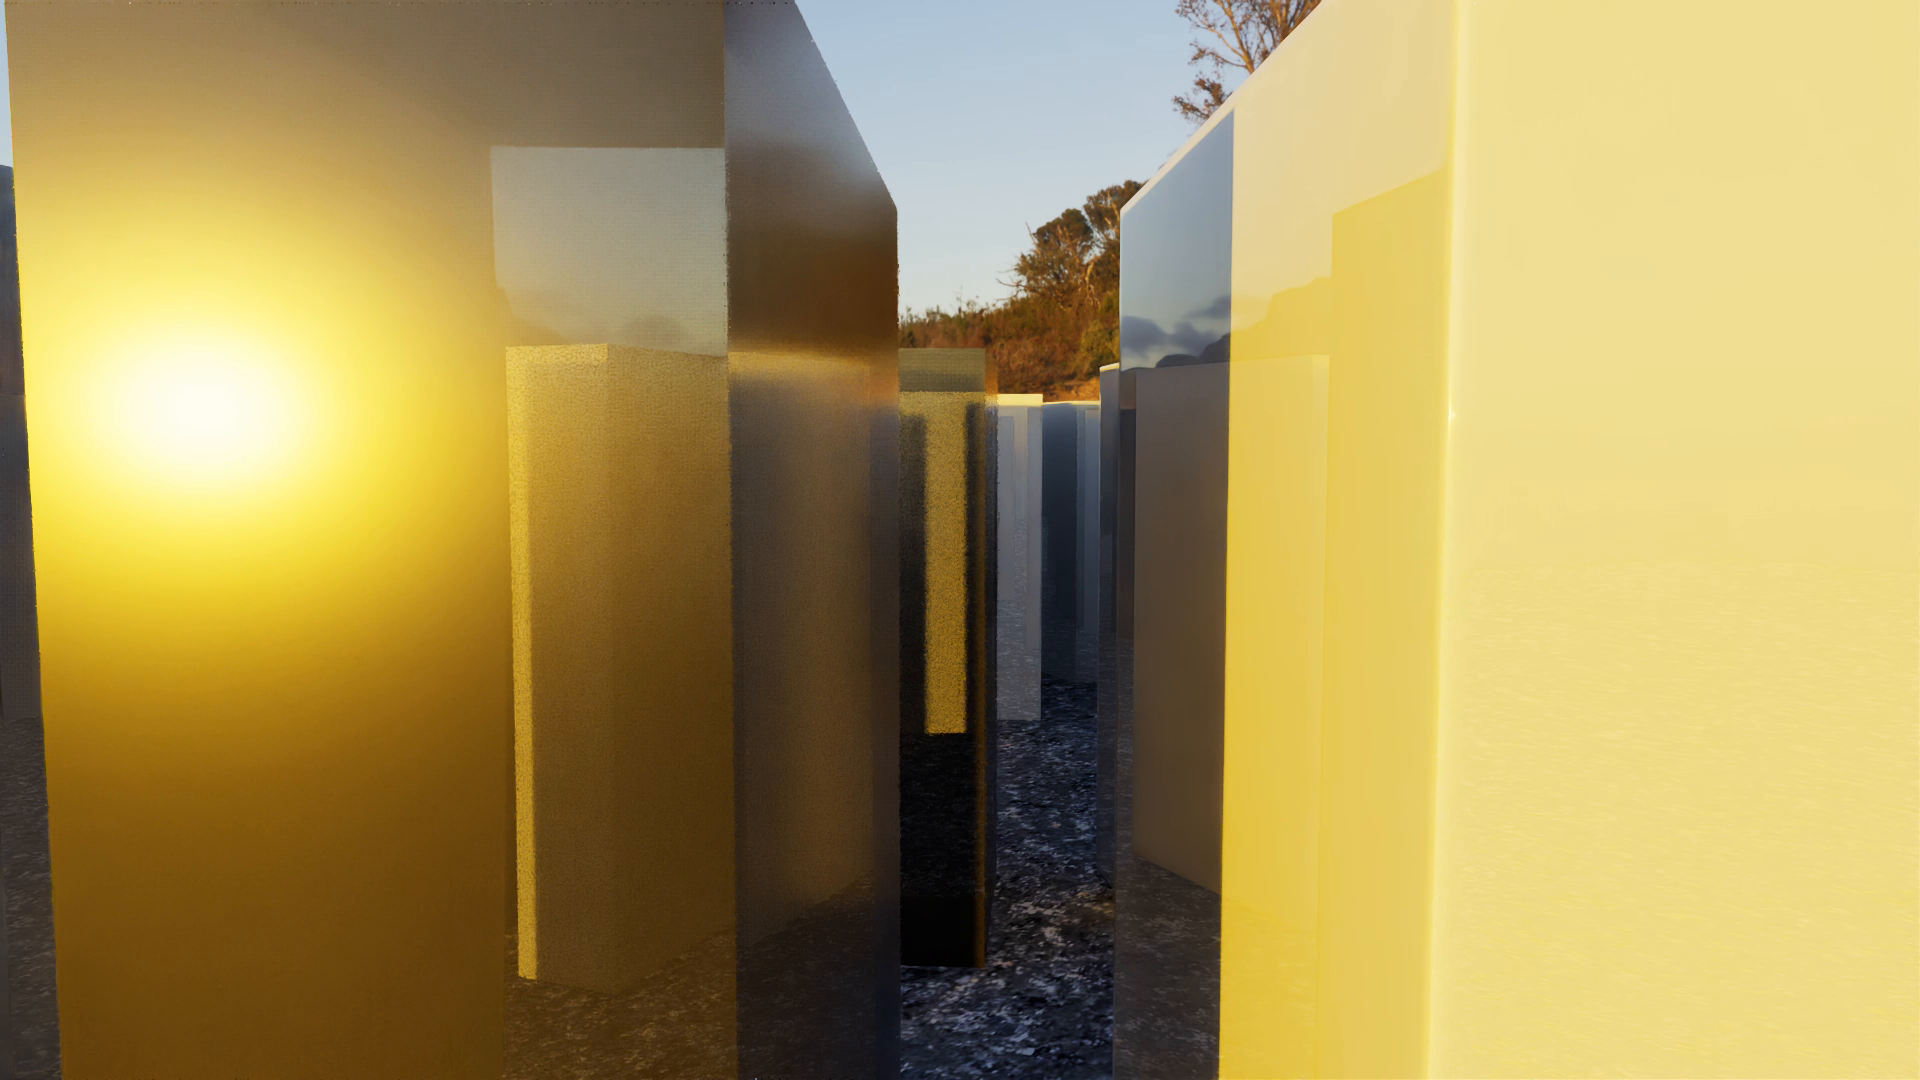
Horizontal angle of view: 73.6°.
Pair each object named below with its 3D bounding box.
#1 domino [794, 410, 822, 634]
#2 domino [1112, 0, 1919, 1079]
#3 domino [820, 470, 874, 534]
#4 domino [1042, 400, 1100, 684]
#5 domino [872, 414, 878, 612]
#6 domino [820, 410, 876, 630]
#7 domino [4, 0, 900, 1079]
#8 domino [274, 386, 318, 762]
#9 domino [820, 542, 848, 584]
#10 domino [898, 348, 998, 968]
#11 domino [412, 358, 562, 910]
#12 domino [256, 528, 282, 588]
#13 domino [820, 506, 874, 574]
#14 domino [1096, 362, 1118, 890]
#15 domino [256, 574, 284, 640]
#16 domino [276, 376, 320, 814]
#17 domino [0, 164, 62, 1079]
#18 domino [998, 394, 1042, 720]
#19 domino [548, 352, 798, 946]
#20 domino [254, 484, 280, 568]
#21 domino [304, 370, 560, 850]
[{"bbox_3d":[-0.043,-0.005,0.297,0.010,0.050,0.025,-3,5,-37],"label":"domino"},{"bbox_3d":[0.011,0.015,0.031,0.009,0.050,0.025,0,4,-3],"label":"domino"},{"bbox_3d":[-0.023,-0.005,0.407,0.050,0.010,0.025,31,1,-6],"label":"domino"},{"bbox_3d":[0.020,0.000,0.239,0.009,0.050,0.025,-2,5,-24],"label":"domino"},{"bbox_3d":[-0.012,-0.006,0.316,0.009,0.050,0.025,-2,5,-24],"label":"domino"},{"bbox_3d":[-0.030,-0.005,0.306,0.010,0.050,0.025,-3,5,-32],"label":"domino"},{"bbox_3d":[-0.007,0.015,0.031,0.010,0.050,0.025,0,4,2],"label":"domino"},{"bbox_3d":[-0.080,0.004,0.178,0.025,0.050,0.010,-2,5,-20],"label":"domino"},{"bbox_3d":[-0.061,-0.003,0.389,0.050,0.010,0.025,31,-9,-23],"label":"domino"},{"bbox_3d":[-0.002,0.009,0.115,0.009,0.050,0.025,0,4,4],"label":"domino"},{"bbox_3d":[-0.040,0.008,0.128,0.009,0.050,0.025,3,5,35],"label":"domino"},{"bbox_3d":[-0.161,0.004,0.282,0.025,0.010,0.050,-1,-28,28],"label":"domino"},{"bbox_3d":[-0.042,-0.004,0.399,0.050,0.009,0.025,30,-4,-16],"label":"domino"},{"bbox_3d":[0.020,0.009,0.116,0.010,0.050,0.025,-1,4,-7],"label":"domino"},{"bbox_3d":[-0.164,0.006,0.263,0.025,0.010,0.050,2,-25,20],"label":"domino"},{"bbox_3d":[-0.068,0.006,0.157,0.025,0.050,0.010,-3,5,-35],"label":"domino"},{"bbox_3d":[-0.031,0.015,0.034,0.009,0.050,0.025,1,4,12],"label":"domino"},{"bbox_3d":[0.000,0.002,0.201,0.025,0.050,0.009,0,4,0],"label":"domino"},{"bbox_3d":[-0.026,0.009,0.120,0.010,0.050,0.025,2,5,22],"label":"domino"},{"bbox_3d":[-0.151,0.003,0.302,0.025,0.009,0.050,3,-25,36],"label":"domino"},{"bbox_3d":[-0.058,0.007,0.145,0.025,0.050,0.010,-4,6,-42],"label":"domino"}]
